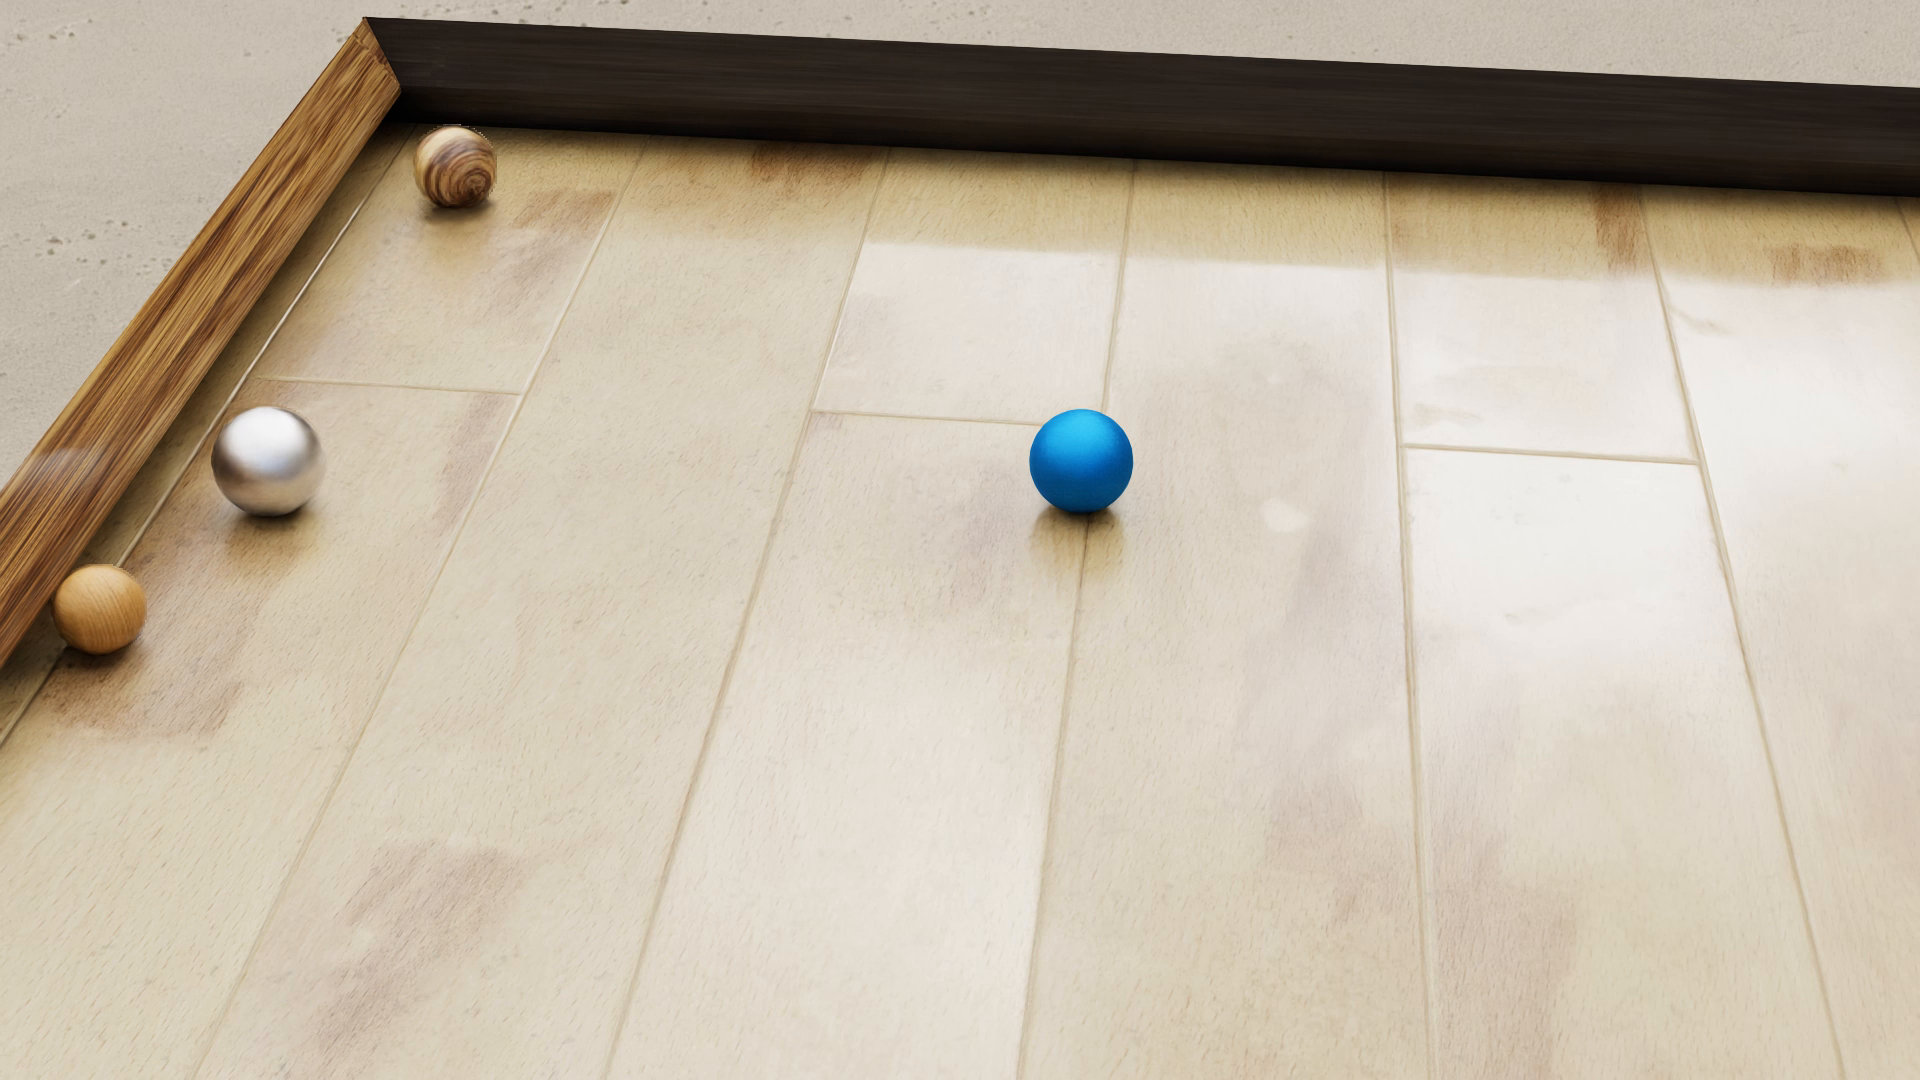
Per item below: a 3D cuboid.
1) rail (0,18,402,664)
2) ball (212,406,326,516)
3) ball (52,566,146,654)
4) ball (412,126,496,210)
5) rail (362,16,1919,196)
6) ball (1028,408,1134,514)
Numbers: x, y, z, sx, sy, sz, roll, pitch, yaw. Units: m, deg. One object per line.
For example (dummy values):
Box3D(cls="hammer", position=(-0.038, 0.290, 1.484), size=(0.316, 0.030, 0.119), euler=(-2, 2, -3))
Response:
Box3D(cls="rail", position=(-0.670, -0.058, 2.020), size=(0.045, 0.114, 1.523), euler=(4, 35, 5))
Box3D(cls="ball", position=(-0.553, -0.063, 2.053), size=(0.088, 0.088, 0.088), euler=(0, 34, 0))
Box3D(cls="ball", position=(-0.639, 0.052, 1.904), size=(0.066, 0.066, 0.066), euler=(0, 34, 0))
Box3D(cls="ball", position=(-0.492, -0.362, 2.497), size=(0.080, 0.080, 0.080), euler=(0, 34, 0))
Box3D(cls="rail", position=(0.776, -0.385, 2.498), size=(2.791, 0.114, 0.045), euler=(4, 35, 5))
Box3D(cls="ball", position=(0.097, -0.063, 2.057), size=(0.084, 0.084, 0.084), euler=(0, 34, 0))
